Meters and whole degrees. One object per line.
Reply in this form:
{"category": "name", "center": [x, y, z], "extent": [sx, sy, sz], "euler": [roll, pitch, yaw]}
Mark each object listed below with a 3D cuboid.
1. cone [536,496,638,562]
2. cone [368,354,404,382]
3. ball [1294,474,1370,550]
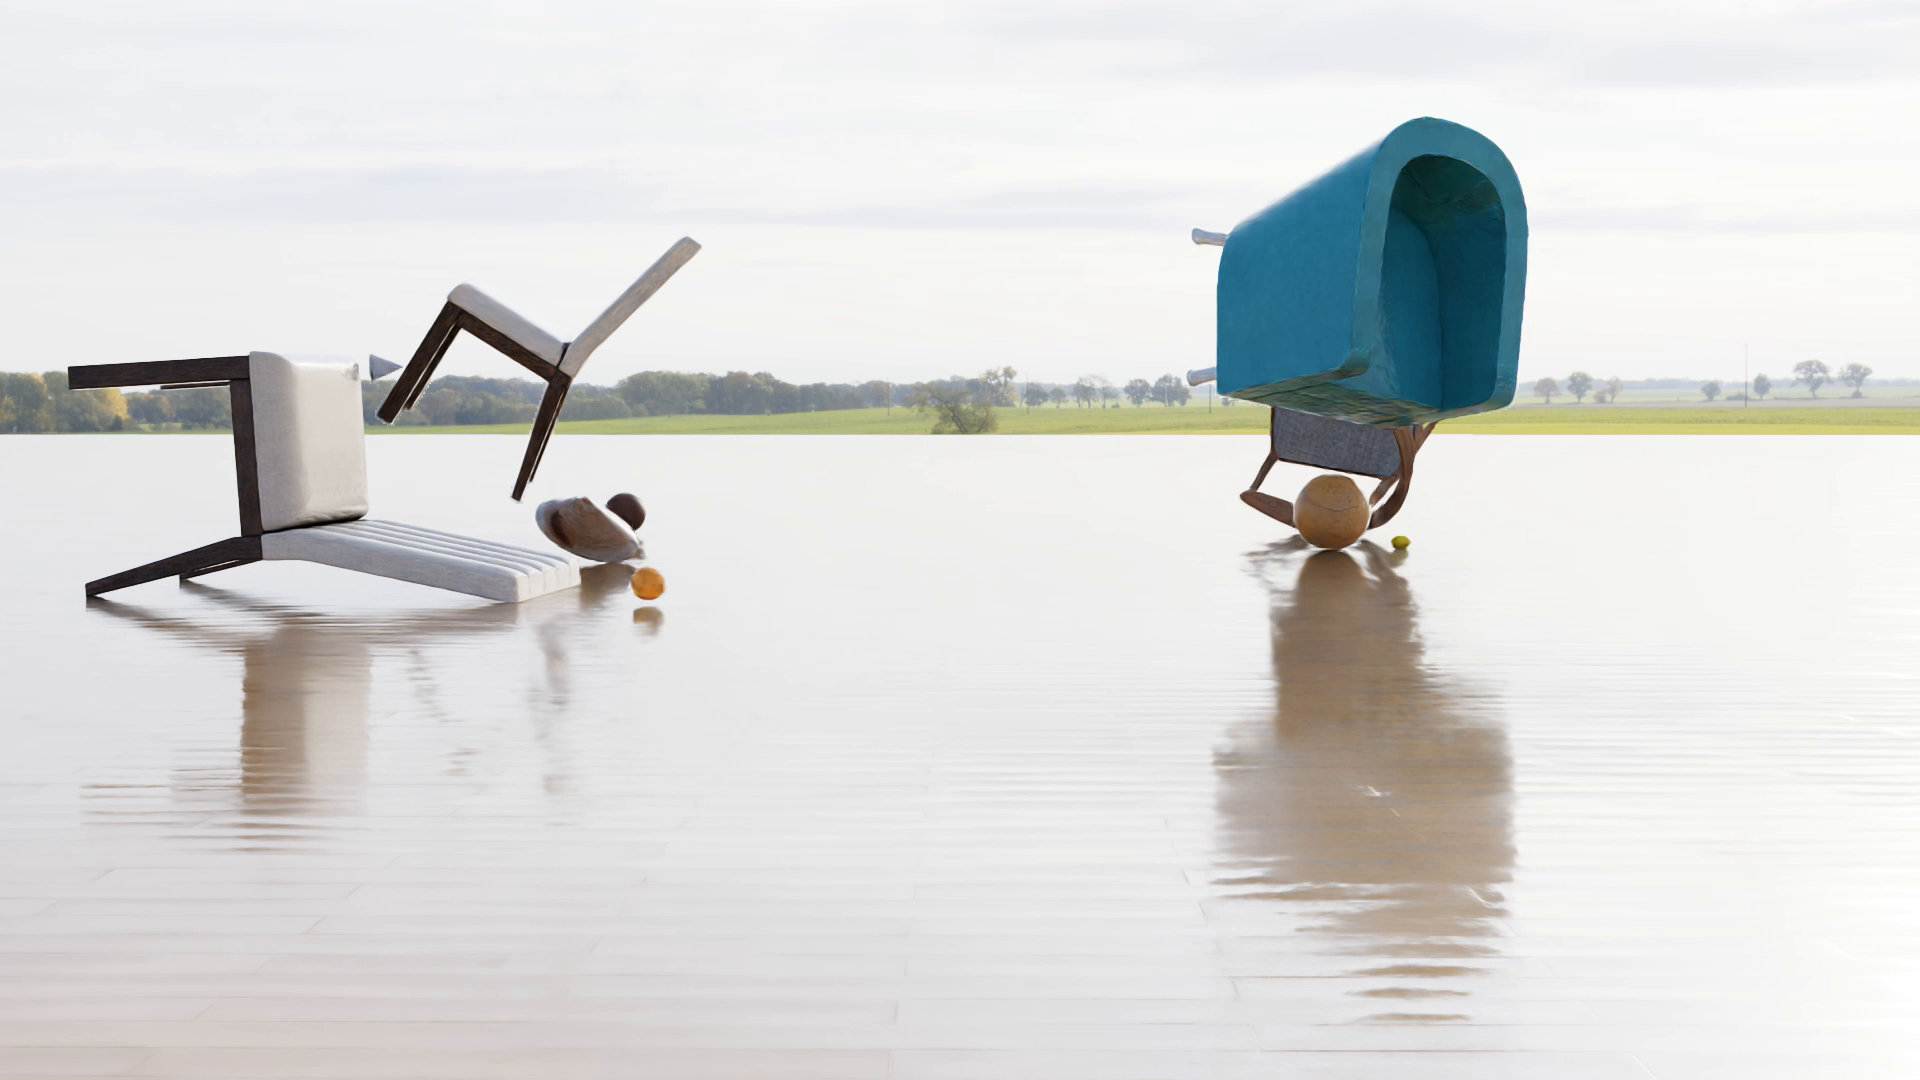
{"category": "cone", "center": [-0.962, -0.068, 5.659], "extent": [0.290, 0.161, 0.163], "euler": [24, -31, 6]}
{"category": "cone", "center": [-1.327, -0.401, 5.100], "extent": [0.078, 0.052, 0.079], "euler": [-3, 48, -21]}
{"category": "ball", "center": [1.036, -0.079, 6.127], "extent": [0.214, 0.214, 0.214], "euler": [0, 4, 0]}
